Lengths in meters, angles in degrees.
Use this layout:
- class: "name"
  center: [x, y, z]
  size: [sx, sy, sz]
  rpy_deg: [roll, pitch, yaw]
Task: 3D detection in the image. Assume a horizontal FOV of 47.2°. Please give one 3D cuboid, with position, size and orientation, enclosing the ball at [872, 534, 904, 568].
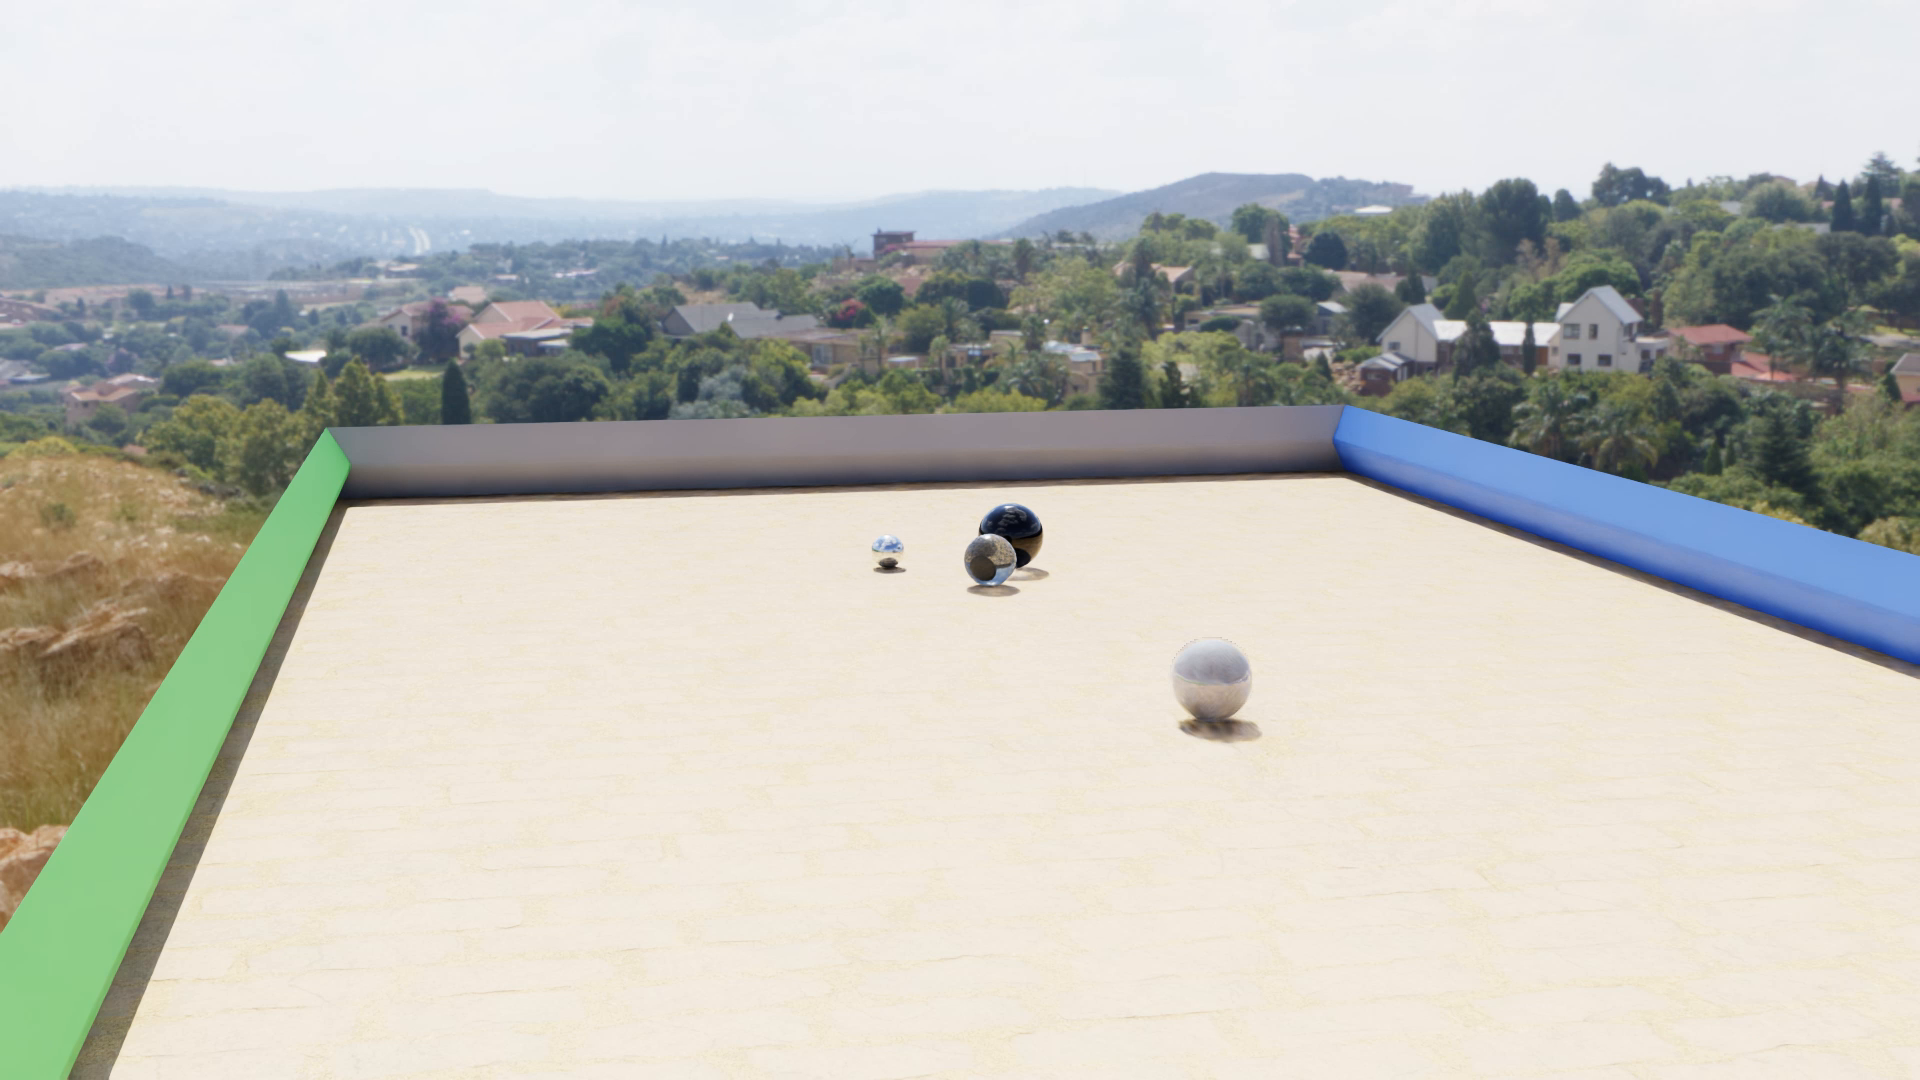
- class: "ball"
  center: [-0.108, 0.017, 3.294]
  size: [0.050, 0.050, 0.050]
  rpy_deg: [0, 9, 0]

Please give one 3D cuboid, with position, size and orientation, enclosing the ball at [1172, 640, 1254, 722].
- class: "ball"
  center: [0.271, 0.151, 2.364]
  size: [0.088, 0.088, 0.088]
  rpy_deg: [0, 9, 0]

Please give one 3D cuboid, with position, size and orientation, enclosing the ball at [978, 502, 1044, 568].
- class: "ball"
  center: [0.076, -0.006, 3.282]
  size: [0.099, 0.099, 0.099]
  rpy_deg: [0, 9, 0]

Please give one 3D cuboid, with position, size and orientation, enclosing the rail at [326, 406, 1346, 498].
- class: "rail"
  center: [-0.184, -0.169, 4.170]
  size: [1.964, 0.128, 0.045]
  rpy_deg: [-2, 10, -12]

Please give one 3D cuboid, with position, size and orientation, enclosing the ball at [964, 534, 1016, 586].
- class: "ball"
  center: [0.043, 0.029, 3.142]
  size: [0.075, 0.075, 0.075]
  rpy_deg: [0, 9, 0]

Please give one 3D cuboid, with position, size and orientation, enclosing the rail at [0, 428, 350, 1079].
- class: "rail"
  center: [-0.748, 0.150, 2.237]
  size: [0.045, 0.128, 3.646]
  rpy_deg: [-2, 10, -12]

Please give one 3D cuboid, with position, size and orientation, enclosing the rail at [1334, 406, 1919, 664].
- class: "rail"
  center: [1.127, 0.085, 2.630]
  size: [0.045, 0.128, 3.646]
  rpy_deg: [-2, 10, -12]
